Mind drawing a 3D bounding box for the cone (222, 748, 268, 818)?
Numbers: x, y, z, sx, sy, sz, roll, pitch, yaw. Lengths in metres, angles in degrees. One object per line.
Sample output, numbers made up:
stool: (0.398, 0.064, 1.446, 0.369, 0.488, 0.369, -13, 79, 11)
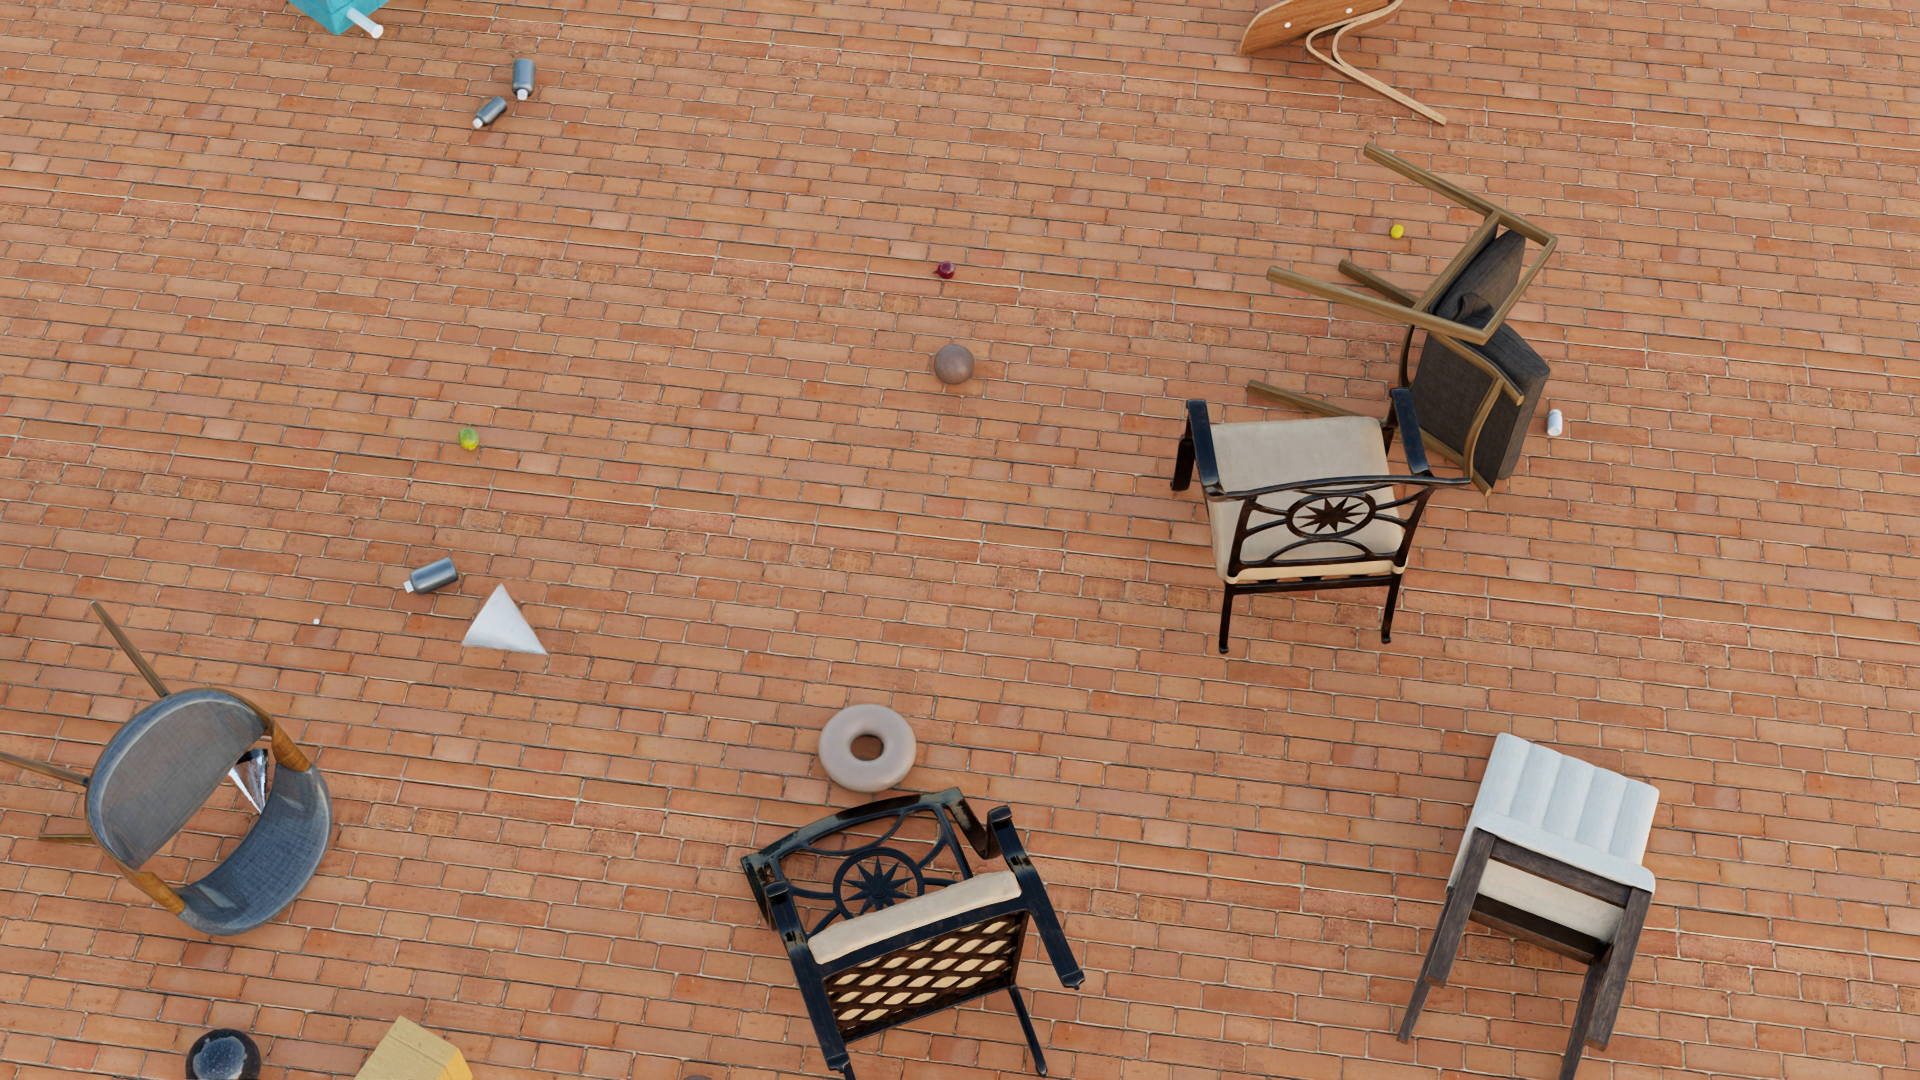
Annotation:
cone: (-1.952, 0.687, 6.088, 0.130, 0.083, 0.189, -20, 71, -14)

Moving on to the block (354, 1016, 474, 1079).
block: (-1.391, 1.381, 5.526, 0.179, 0.202, 0.258, 24, 60, 15)

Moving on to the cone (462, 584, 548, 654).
cone: (-1.283, 0.271, 6.341, 0.223, 0.180, 0.211, 32, 62, -6)

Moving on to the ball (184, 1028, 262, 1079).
ball: (-1.866, 1.331, 5.569, 0.185, 0.185, 0.185, 0, 56, 0)

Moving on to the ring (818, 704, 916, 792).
ring: (-0.259, 0.580, 6.141, 0.275, 0.074, 0.279, -30, 60, -19)

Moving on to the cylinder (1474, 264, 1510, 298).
cylinder: (1.719, -0.838, 7.101, 0.066, 0.058, 0.111, -20, 62, -13)
